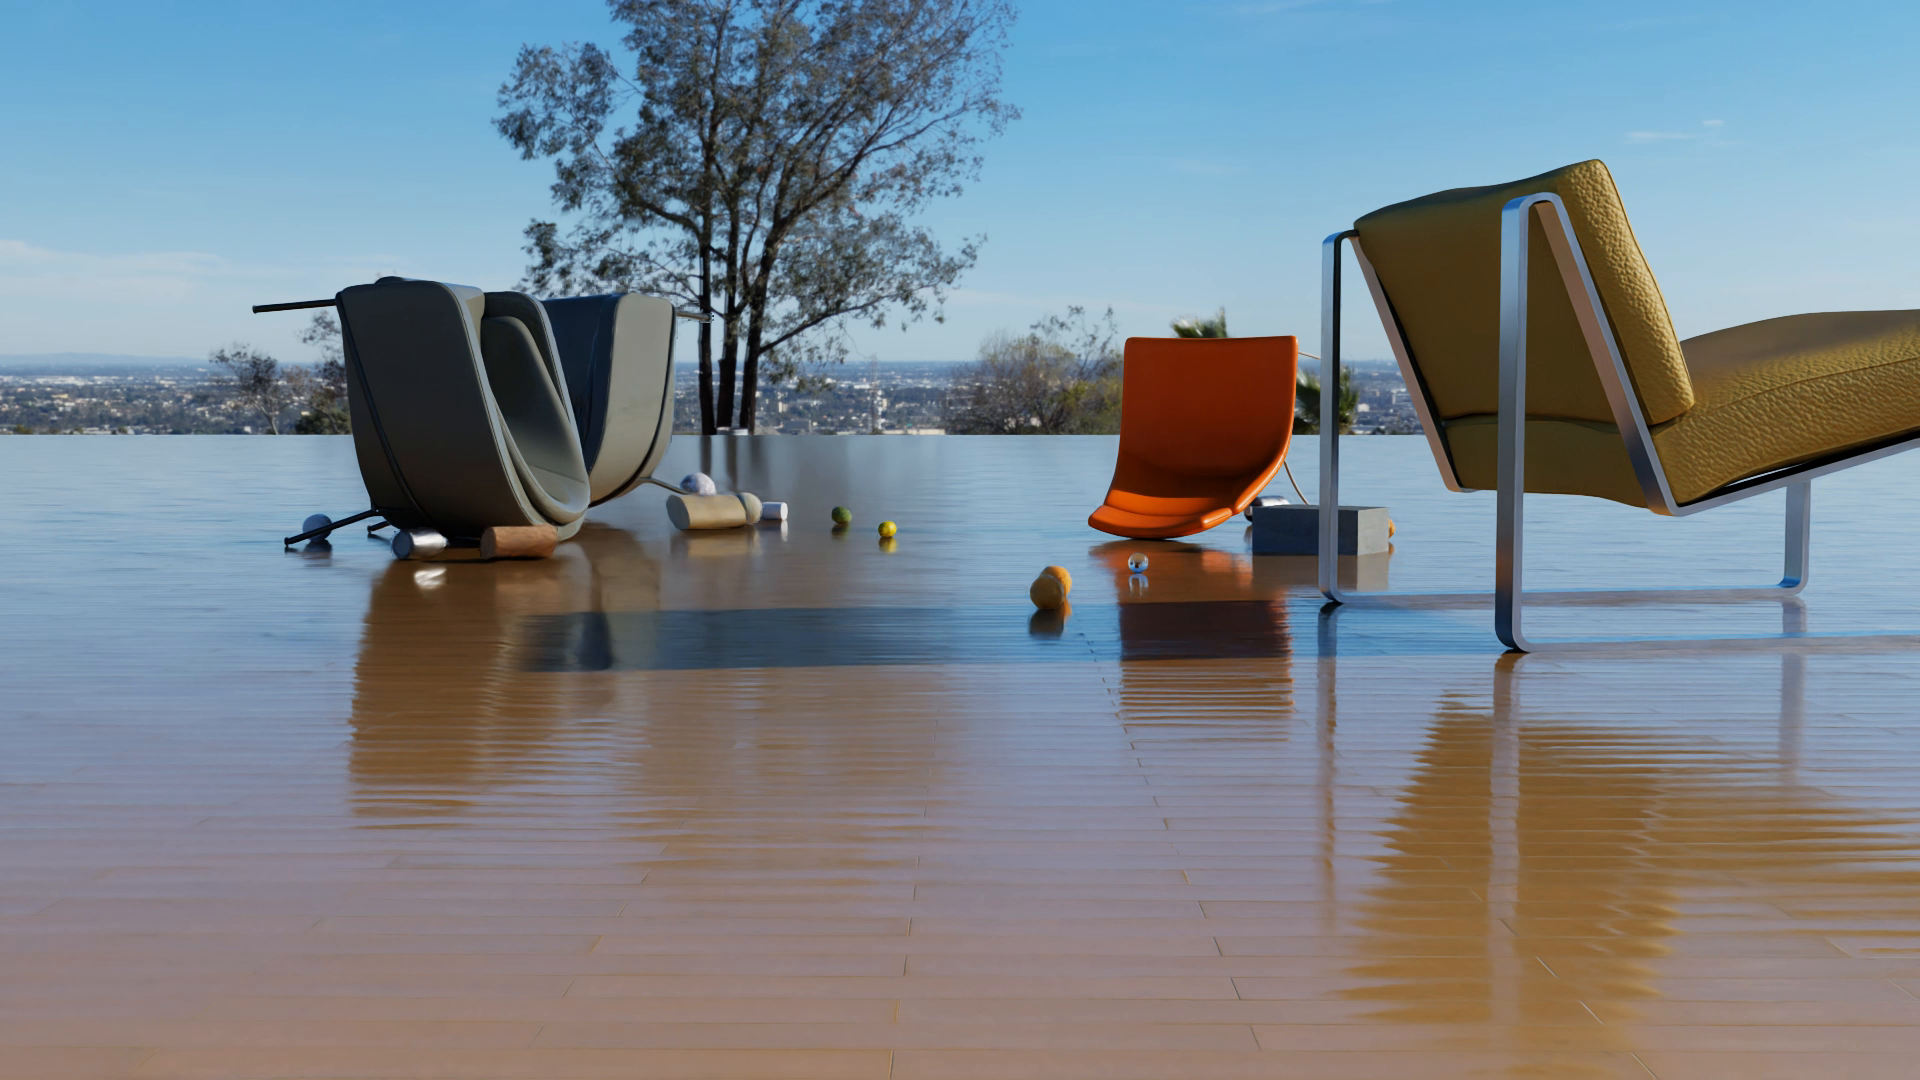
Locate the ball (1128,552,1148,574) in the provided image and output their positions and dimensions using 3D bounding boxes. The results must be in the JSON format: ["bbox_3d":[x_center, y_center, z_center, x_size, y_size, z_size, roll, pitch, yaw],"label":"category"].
[{"bbox_3d":[0.436,0.056,5.366,0.050,0.050,0.050,0,4,0],"label":"ball"}]

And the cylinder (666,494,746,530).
[{"bbox_3d":[-0.815,-0.091,7.062,0.201,0.098,0.170,-3,27,-34],"label":"cylinder"}]

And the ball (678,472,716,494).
[{"bbox_3d":[-0.983,-0.184,8.218,0.137,0.137,0.137,0,4,0],"label":"ball"}]

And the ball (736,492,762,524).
[{"bbox_3d":[-0.714,-0.106,7.311,0.106,0.106,0.106,0,4,0],"label":"ball"}]

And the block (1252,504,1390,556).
[{"bbox_3d":[1.003,-0.031,6.112,0.315,0.121,0.212,3,5,34],"label":"block"}]

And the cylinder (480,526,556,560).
[{"bbox_3d":[-1.162,0.007,5.786,0.163,0.081,0.142,-2,-15,-28],"label":"cylinder"}]
